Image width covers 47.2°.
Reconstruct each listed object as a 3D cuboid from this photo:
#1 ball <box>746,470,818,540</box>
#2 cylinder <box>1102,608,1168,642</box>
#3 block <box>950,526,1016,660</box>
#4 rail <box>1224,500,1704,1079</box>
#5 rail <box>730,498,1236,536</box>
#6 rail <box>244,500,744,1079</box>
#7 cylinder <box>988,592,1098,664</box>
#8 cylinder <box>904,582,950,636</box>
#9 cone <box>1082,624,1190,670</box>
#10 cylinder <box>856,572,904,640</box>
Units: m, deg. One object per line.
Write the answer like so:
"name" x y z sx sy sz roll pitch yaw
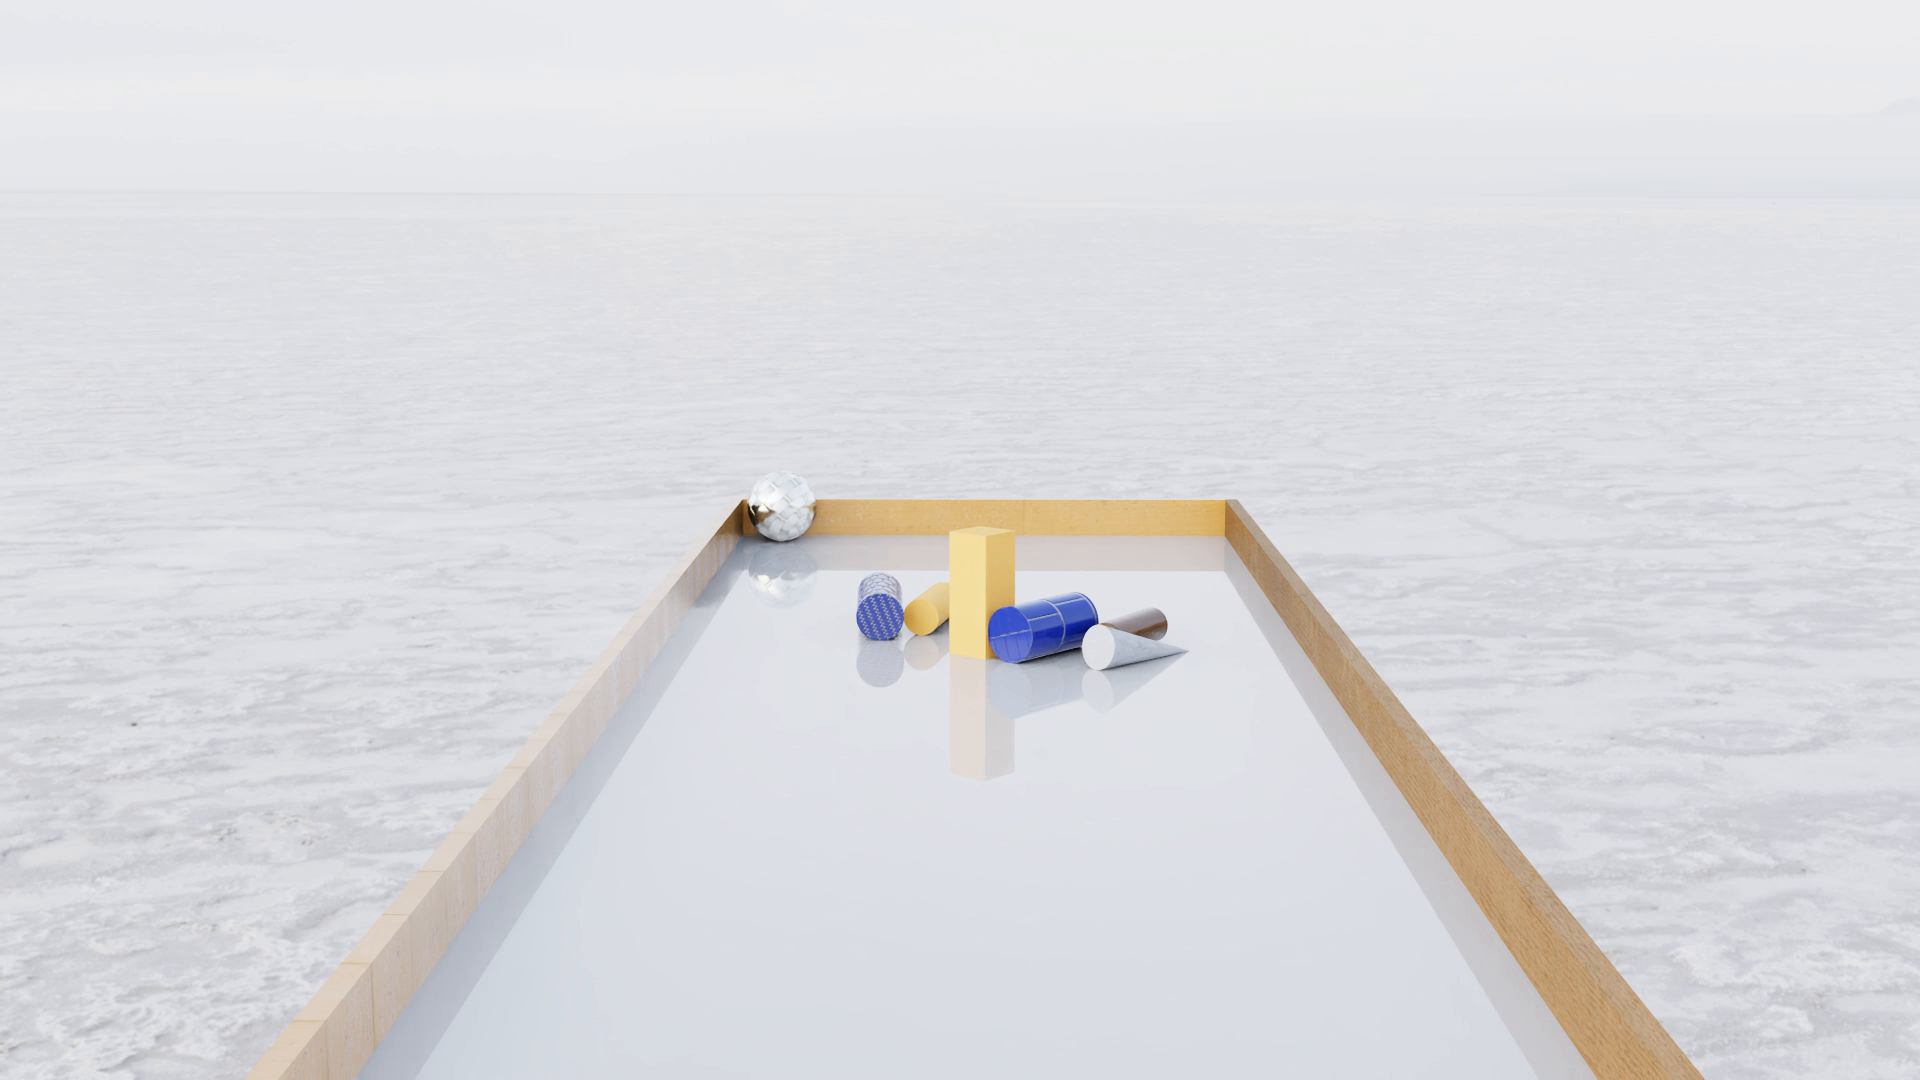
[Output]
"ball" -0.727 -0.140 8.981 0.285 0.285 0.285 0 9 0
"cylinder" 0.526 0.288 6.843 0.110 0.110 0.308 6 11 32
"block" 0.069 0.161 6.776 0.143 0.382 0.143 8 12 40
"rail" 1.046 0.843 3.208 0.050 0.150 12.000 0 9 1
"rail" 0.099 -0.098 9.147 2.100 0.150 0.050 0 9 1
"rail" -1.004 0.839 3.234 0.050 0.150 12.000 0 9 1
"cylinder" 0.258 0.267 6.770 0.173 0.173 0.331 8 12 40
"cylinder" -0.090 0.224 7.225 0.117 0.117 0.325 2 9 12
"cone" 0.564 0.333 6.697 0.408 0.135 0.135 5 4 -42
"cylinder" -0.261 0.214 7.172 0.153 0.153 0.395 0 9 -2
